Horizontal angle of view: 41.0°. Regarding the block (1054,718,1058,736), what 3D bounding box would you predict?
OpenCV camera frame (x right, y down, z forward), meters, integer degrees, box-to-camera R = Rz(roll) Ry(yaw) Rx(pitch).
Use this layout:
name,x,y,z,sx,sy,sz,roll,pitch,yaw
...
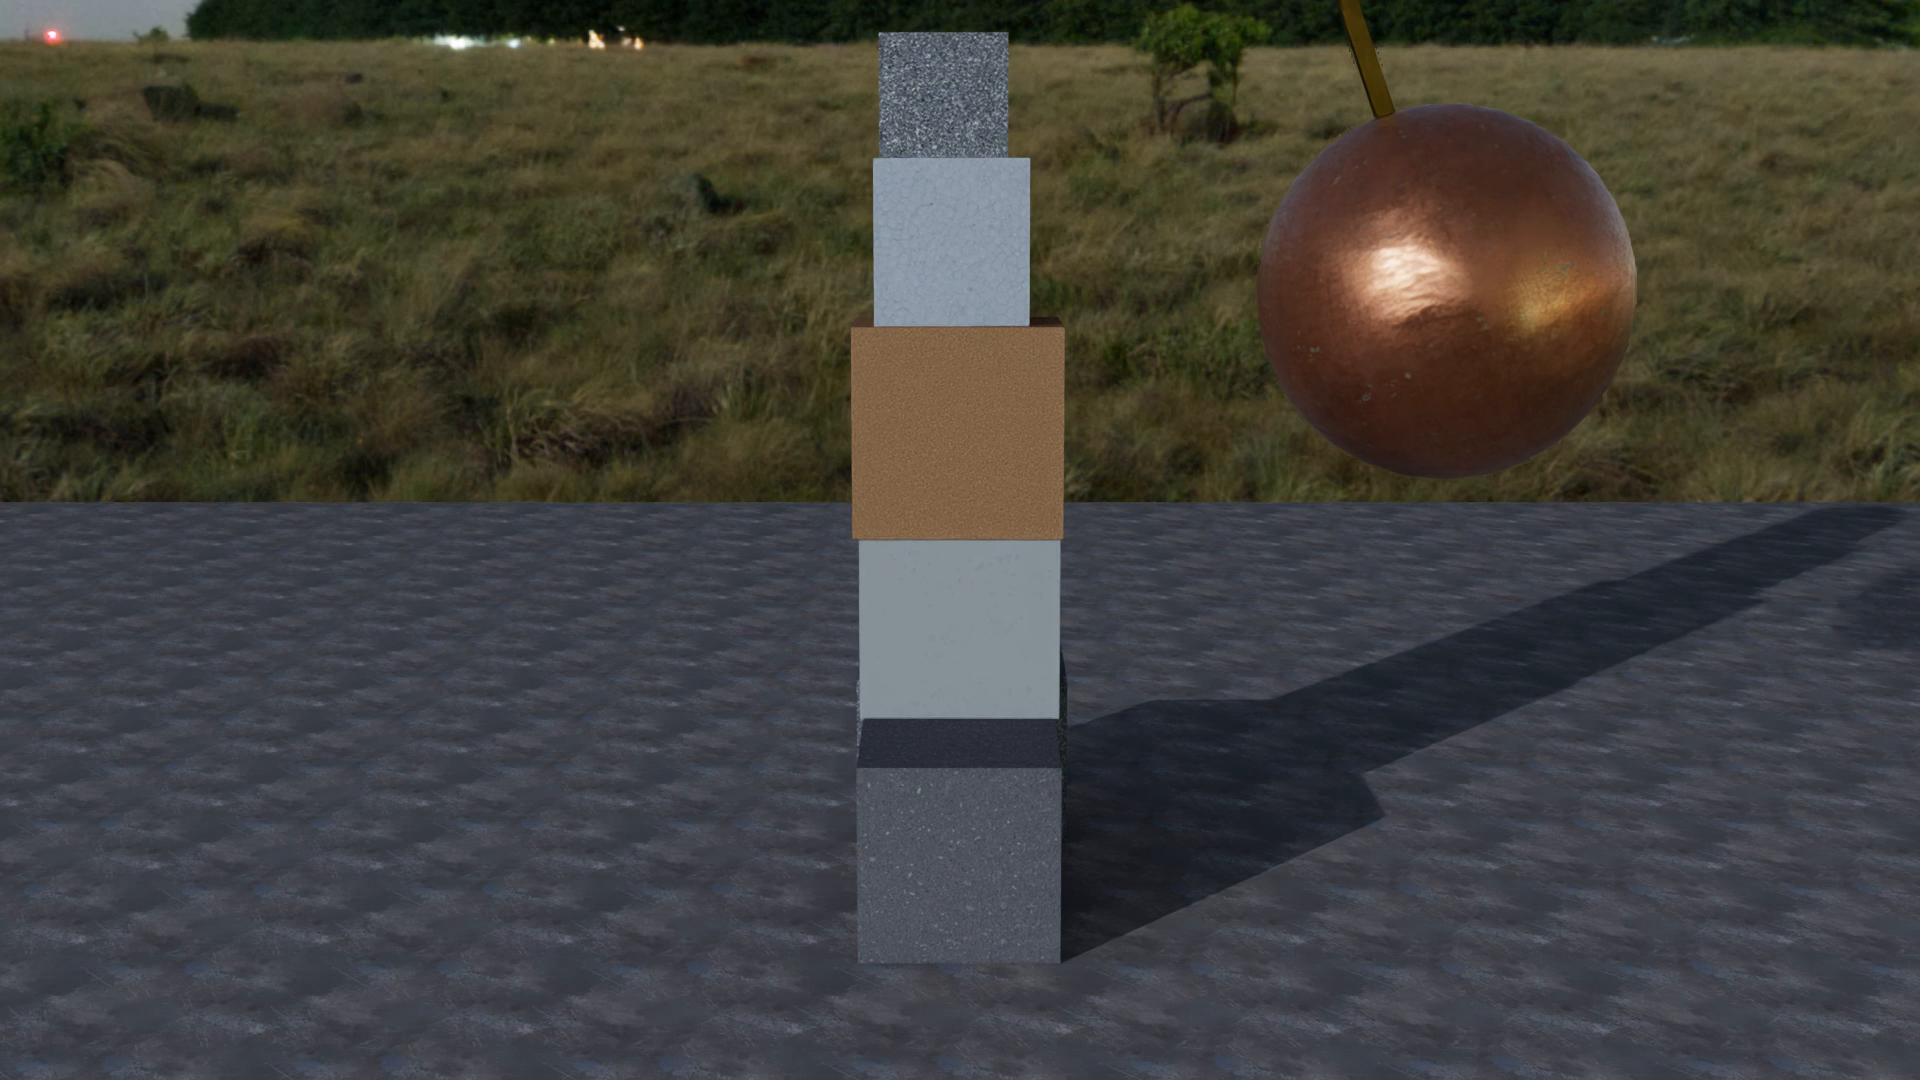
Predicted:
name,x,y,z,sx,sy,sz,roll,pitch,yaw
block,0.009,1.131,11.396,0.821,0.697,0.761,0,10,0

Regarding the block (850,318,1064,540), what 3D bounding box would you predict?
name,x,y,z,sx,sy,sz,roll,pitch,yaw
block,-0.009,-0.500,11.134,0.891,0.891,0.766,0,8,0

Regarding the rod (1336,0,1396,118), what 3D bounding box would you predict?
name,x,y,z,sx,sy,sz,roll,pitch,yaw
rod,0.899,-4.199,10.417,0.080,5.200,0.080,-20,10,4

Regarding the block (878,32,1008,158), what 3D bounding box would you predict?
name,x,y,z,sx,sy,sz,roll,pitch,yaw
block,-0.068,-1.904,11.030,0.543,0.521,0.519,0,8,0

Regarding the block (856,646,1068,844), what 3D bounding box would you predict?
name,x,y,z,sx,sy,sz,roll,pitch,yaw
block,0.009,0.950,12.171,0.961,0.776,0.811,0,10,0

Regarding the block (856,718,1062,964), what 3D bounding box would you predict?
name,x,y,z,sx,sy,sz,roll,pitch,yaw
block,-0.004,1.221,10.593,0.809,0.807,0.830,0,10,0

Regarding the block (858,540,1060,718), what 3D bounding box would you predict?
name,x,y,z,sx,sy,sz,roll,pitch,yaw
block,-0.001,0.319,11.252,0.845,0.763,0.867,0,8,0

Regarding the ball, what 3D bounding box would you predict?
name,x,y,z,sx,sy,sz,roll,pitch,yaw
ball,2.074,-1.061,10.988,1.600,1.600,1.600,0,10,0

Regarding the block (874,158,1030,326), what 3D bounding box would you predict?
name,x,y,z,sx,sy,sz,roll,pitch,yaw
block,-0.036,-1.289,11.036,0.652,0.699,0.657,0,8,0
